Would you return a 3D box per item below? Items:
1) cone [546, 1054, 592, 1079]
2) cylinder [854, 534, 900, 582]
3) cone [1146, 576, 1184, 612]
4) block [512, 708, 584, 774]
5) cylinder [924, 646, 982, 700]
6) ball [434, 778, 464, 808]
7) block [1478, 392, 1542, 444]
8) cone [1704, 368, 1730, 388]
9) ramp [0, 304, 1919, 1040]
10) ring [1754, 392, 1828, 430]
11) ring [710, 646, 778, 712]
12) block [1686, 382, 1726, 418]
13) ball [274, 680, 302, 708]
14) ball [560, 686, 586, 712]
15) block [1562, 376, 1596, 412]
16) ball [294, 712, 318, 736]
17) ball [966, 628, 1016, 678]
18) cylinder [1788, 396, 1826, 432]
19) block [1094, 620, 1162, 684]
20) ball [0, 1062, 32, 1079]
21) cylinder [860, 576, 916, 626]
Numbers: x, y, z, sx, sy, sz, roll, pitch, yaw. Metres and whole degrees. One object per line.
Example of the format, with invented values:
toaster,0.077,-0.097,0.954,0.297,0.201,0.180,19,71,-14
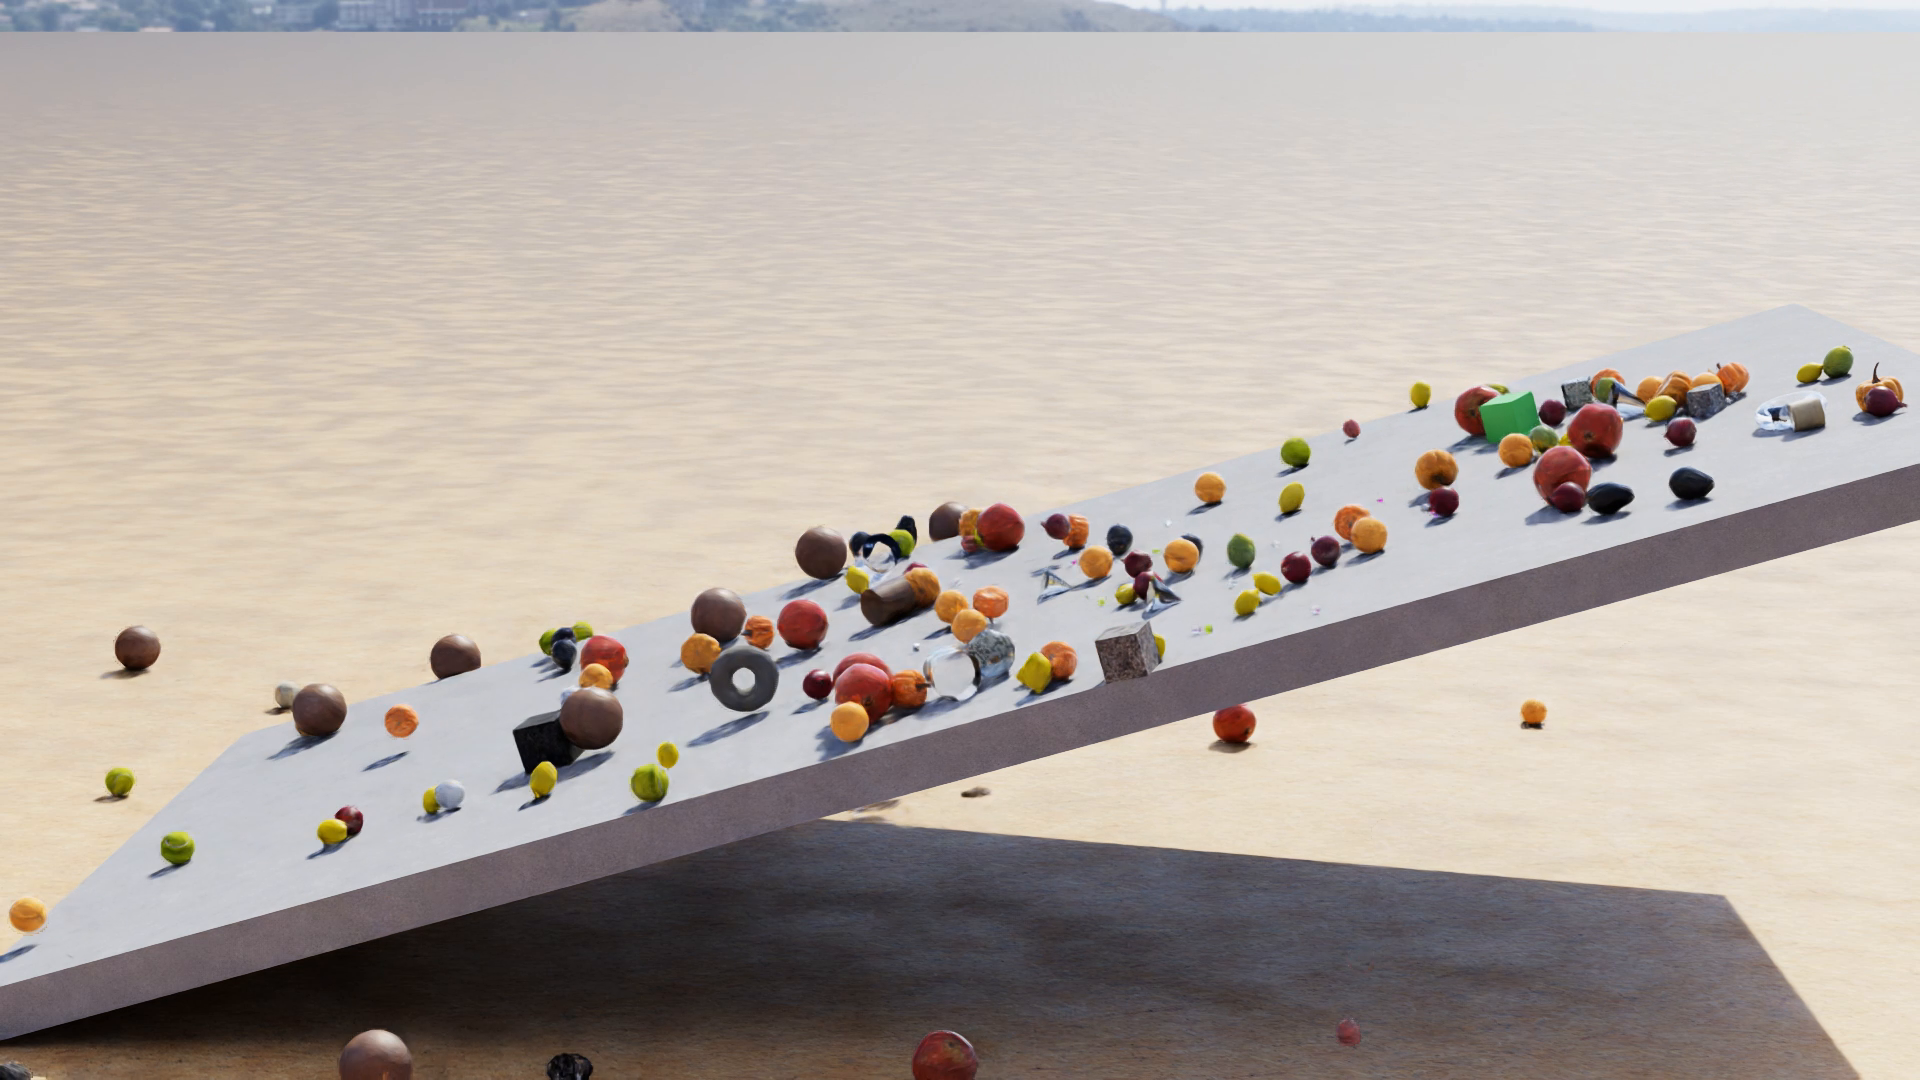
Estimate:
cone,-0.700,0.978,5.263,0.083,0.083,0.083,-1,37,-4
cylinder,-0.195,0.042,6.918,0.092,0.092,0.092,-3,-18,-16
cone,0.412,0.113,5.814,0.072,0.072,0.072,9,9,-8
block,-0.841,0.411,6.012,0.097,0.097,0.097,-14,10,14
cylinder,-0.015,0.251,5.558,0.093,0.093,0.093,-2,7,-13
ball,-1.017,0.506,5.863,0.059,0.059,0.059,0,11,0
block,1.215,-0.271,6.496,0.087,0.087,0.087,-7,14,45
cone,1.641,-0.339,6.363,0.056,0.056,0.056,13,13,9
ramp,0.087,0.188,6.323,4.000,0.100,2.000,-16,10,5
ring,1.644,-0.256,5.819,0.143,0.048,0.143,-17,10,3
ring,-0.434,0.279,5.914,0.139,0.139,0.046,-1,14,-3
block,1.558,-0.292,6.144,0.054,0.054,0.054,-7,14,45
ball,-1.857,0.427,8.126,0.076,0.076,0.076,0,11,0
ball,-0.855,0.351,6.489,0.057,0.057,0.057,0,11,0
block,1.392,-0.330,6.618,0.060,0.060,0.060,-13,10,20
ball,-1.593,0.448,7.167,0.056,0.056,0.056,0,11,0
ball,0.060,0.217,5.626,0.093,0.093,0.093,0,11,0
cylinder,1.645,-0.245,5.717,0.059,0.059,0.059,-15,8,9
block,0.305,0.203,5.333,0.082,0.082,0.082,-12,10,23
ball,-1.691,0.966,5.245,0.068,0.068,0.068,0,11,0
cylinder,-0.158,0.135,6.467,0.088,0.088,0.088,-24,23,-37
